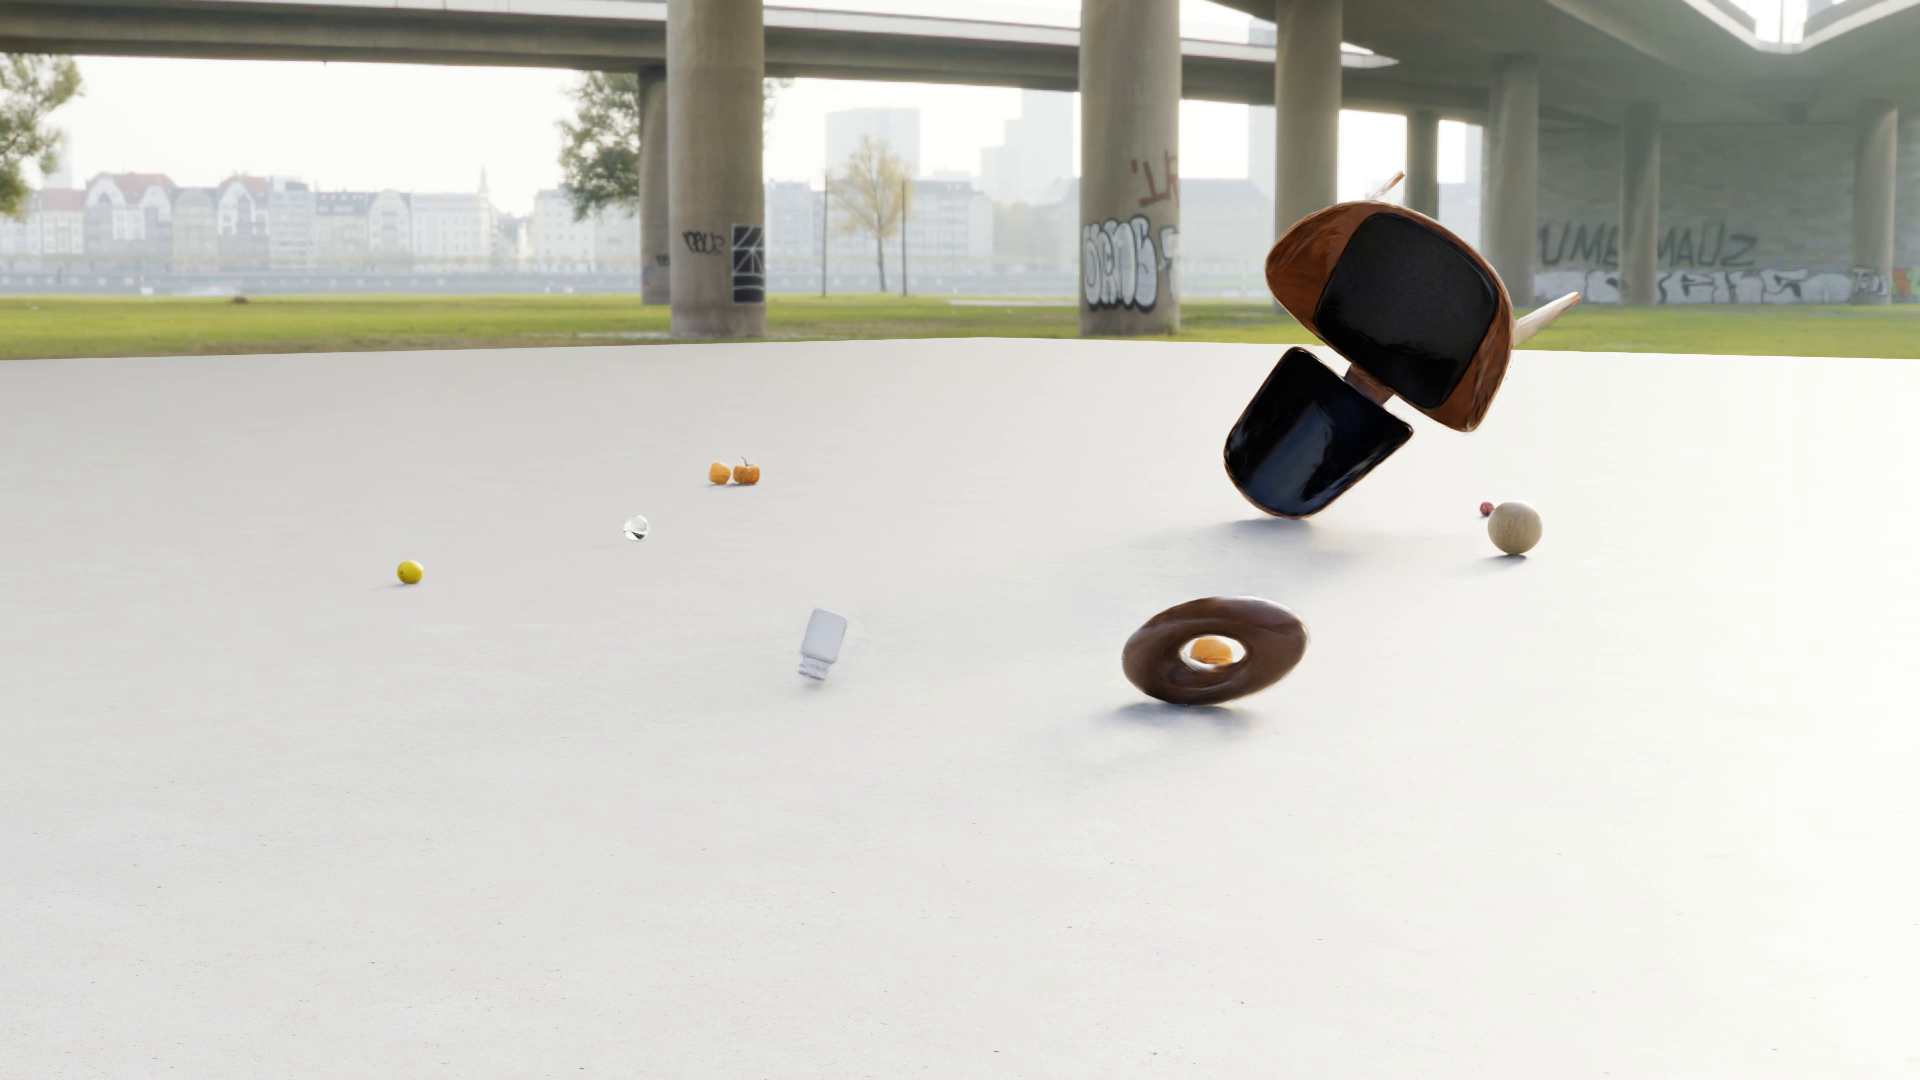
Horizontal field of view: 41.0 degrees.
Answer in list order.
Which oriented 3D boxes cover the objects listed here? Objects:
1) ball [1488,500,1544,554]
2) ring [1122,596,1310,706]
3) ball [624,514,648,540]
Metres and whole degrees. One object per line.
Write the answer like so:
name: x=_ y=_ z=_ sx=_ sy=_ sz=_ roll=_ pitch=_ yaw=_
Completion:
ball: x=1.313 y=-0.030 z=6.068 sx=0.131 sy=0.131 sz=0.131 roll=0 pitch=6 yaw=0
ring: x=0.390 y=0.169 z=3.927 sx=0.311 sy=0.166 sz=0.094 roll=-10 pitch=15 yaw=28
ball: x=-0.808 y=-0.030 z=6.397 sx=0.064 sy=0.064 sz=0.064 roll=0 pitch=6 yaw=0
